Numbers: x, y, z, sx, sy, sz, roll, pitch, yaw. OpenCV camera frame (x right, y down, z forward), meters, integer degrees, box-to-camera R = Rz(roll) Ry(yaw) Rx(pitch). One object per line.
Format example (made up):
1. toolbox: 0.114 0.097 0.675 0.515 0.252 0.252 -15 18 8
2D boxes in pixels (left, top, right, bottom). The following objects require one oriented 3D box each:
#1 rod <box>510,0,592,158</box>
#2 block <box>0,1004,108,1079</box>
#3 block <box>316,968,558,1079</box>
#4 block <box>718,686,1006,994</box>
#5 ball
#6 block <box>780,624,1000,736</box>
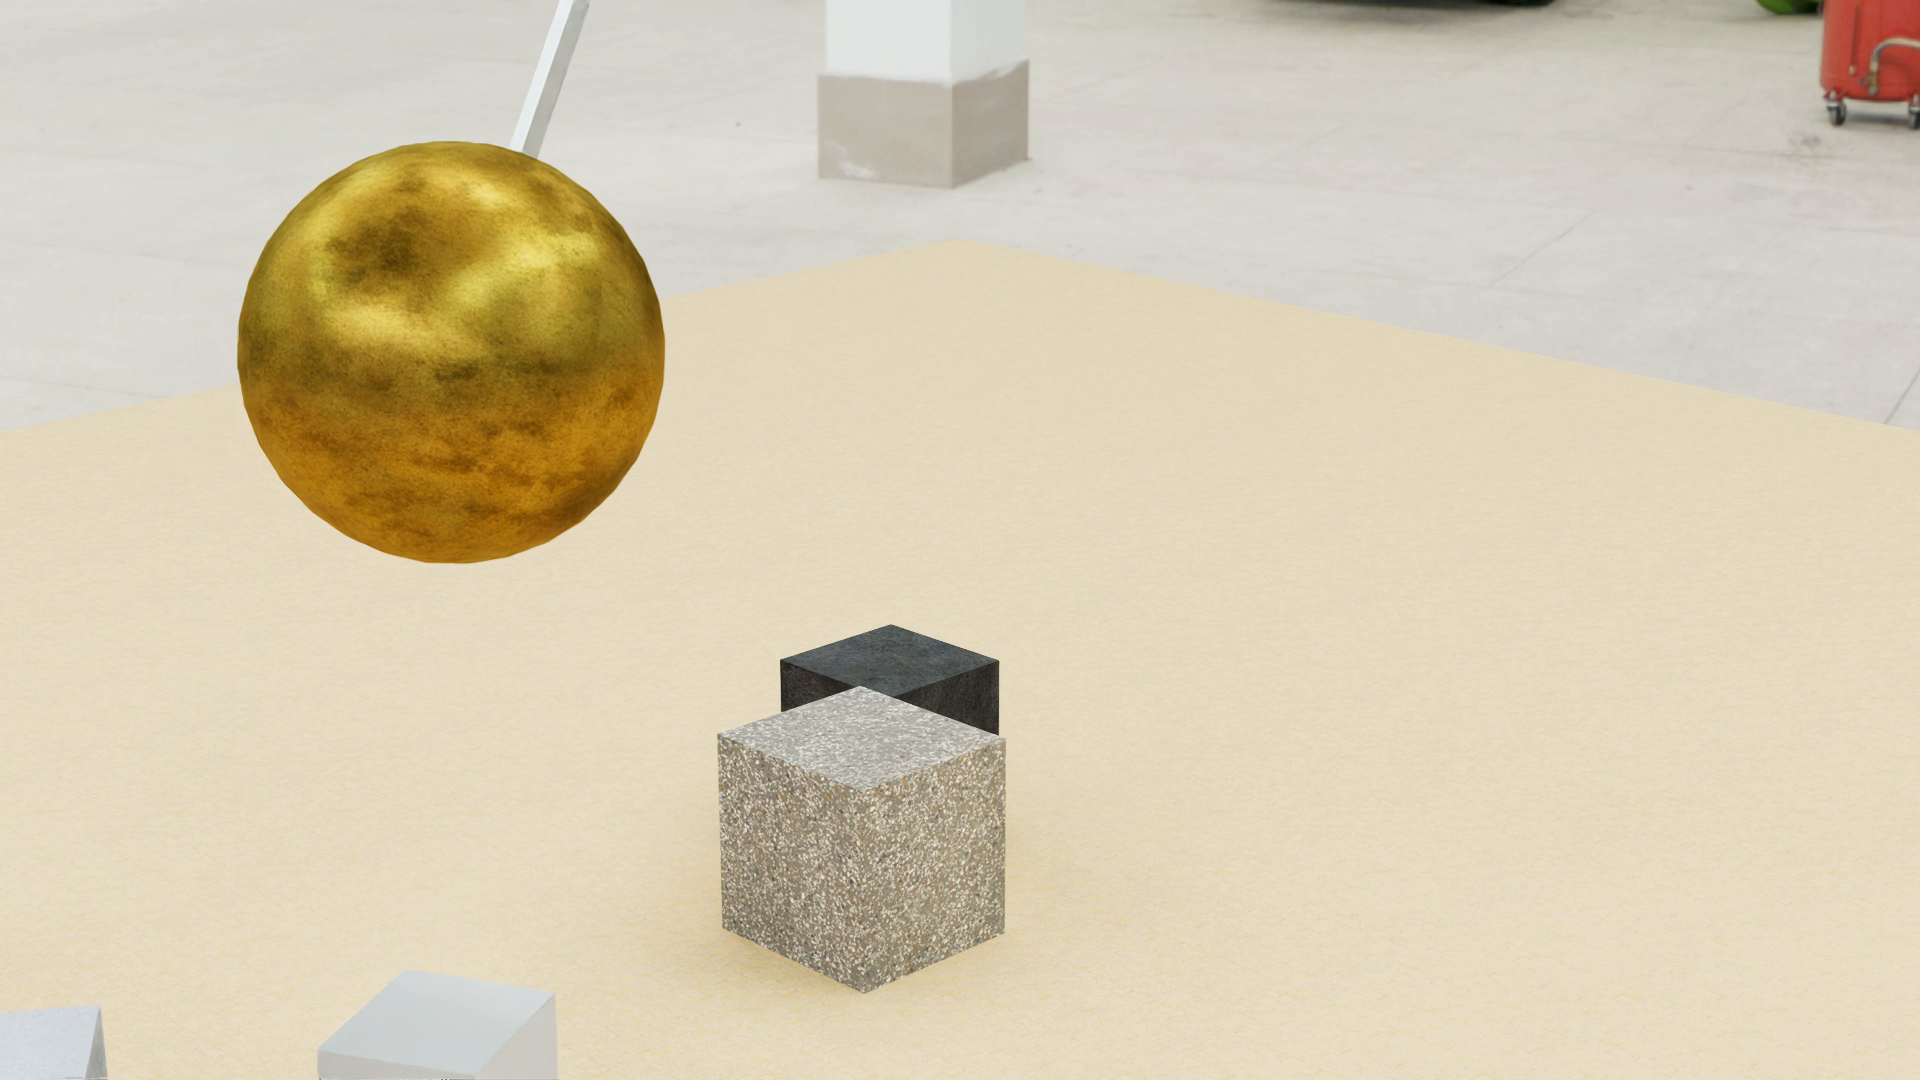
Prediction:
1. rod: -0.831 -3.927 11.237 0.080 5.200 0.080 17 -3 42
2. block: -3.325 2.141 10.341 0.568 0.711 0.707 -4 18 -10
3. block: -1.893 2.050 10.716 0.612 0.654 0.682 6 18 16
4. block: -0.425 1.280 12.746 0.844 0.915 0.915 -17 24 -42
5. ball: -1.917 -0.708 11.110 1.600 1.600 1.600 0 17 0
6. block: -0.332 0.951 13.978 0.726 0.805 0.742 -17 24 -42
